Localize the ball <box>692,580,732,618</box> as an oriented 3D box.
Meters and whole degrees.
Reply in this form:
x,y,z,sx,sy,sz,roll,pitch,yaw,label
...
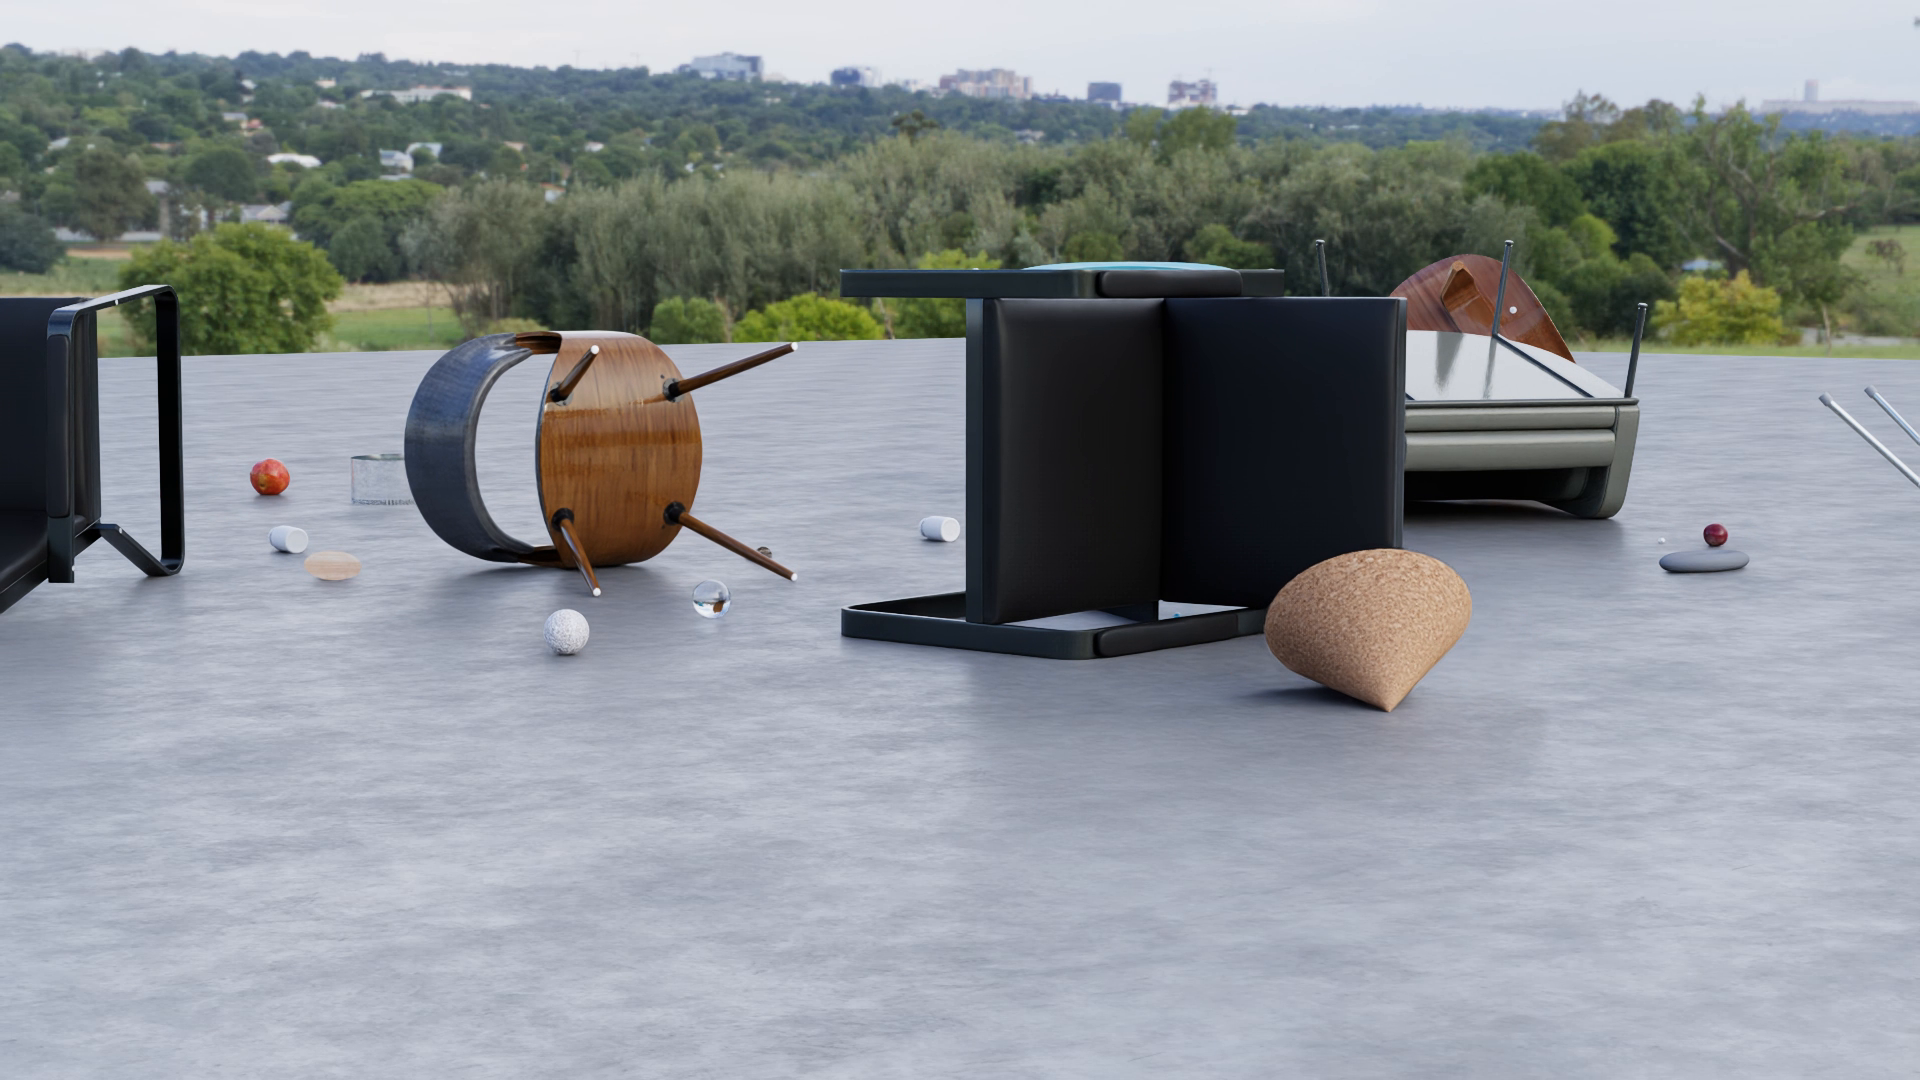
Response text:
x,y,z,sx,sy,sz,roll,pitch,yaw,label
-0.479,0.113,4.947,0.075,0.075,0.075,0,6,0,ball

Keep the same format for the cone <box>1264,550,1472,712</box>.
x,y,z,sx,sy,sz,roll,pitch,yaw,label
0.645,0.192,3.951,0.325,0.308,0.196,1,44,-6,cone

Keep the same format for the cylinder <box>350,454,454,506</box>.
x,y,z,sx,sy,sz,roll,pitch,yaw,label
-1.635,-0.179,7.525,0.295,0.129,0.300,1,6,7,cylinder

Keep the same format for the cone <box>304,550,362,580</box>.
x,y,z,sx,sy,sz,roll,pitch,yaw,label
-1.372,0.068,5.603,0.122,0.077,0.047,2,-34,-21,cone

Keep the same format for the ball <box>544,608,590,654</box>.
x,y,z,sx,sy,sz,roll,pitch,yaw,label
-0.686,0.160,4.471,0.080,0.080,0.080,0,6,0,ball

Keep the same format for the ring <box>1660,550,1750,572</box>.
x,y,z,sx,sy,sz,roll,pitch,yaw,label
1.673,0.047,5.765,0.264,0.039,0.108,-3,7,-31,ring
